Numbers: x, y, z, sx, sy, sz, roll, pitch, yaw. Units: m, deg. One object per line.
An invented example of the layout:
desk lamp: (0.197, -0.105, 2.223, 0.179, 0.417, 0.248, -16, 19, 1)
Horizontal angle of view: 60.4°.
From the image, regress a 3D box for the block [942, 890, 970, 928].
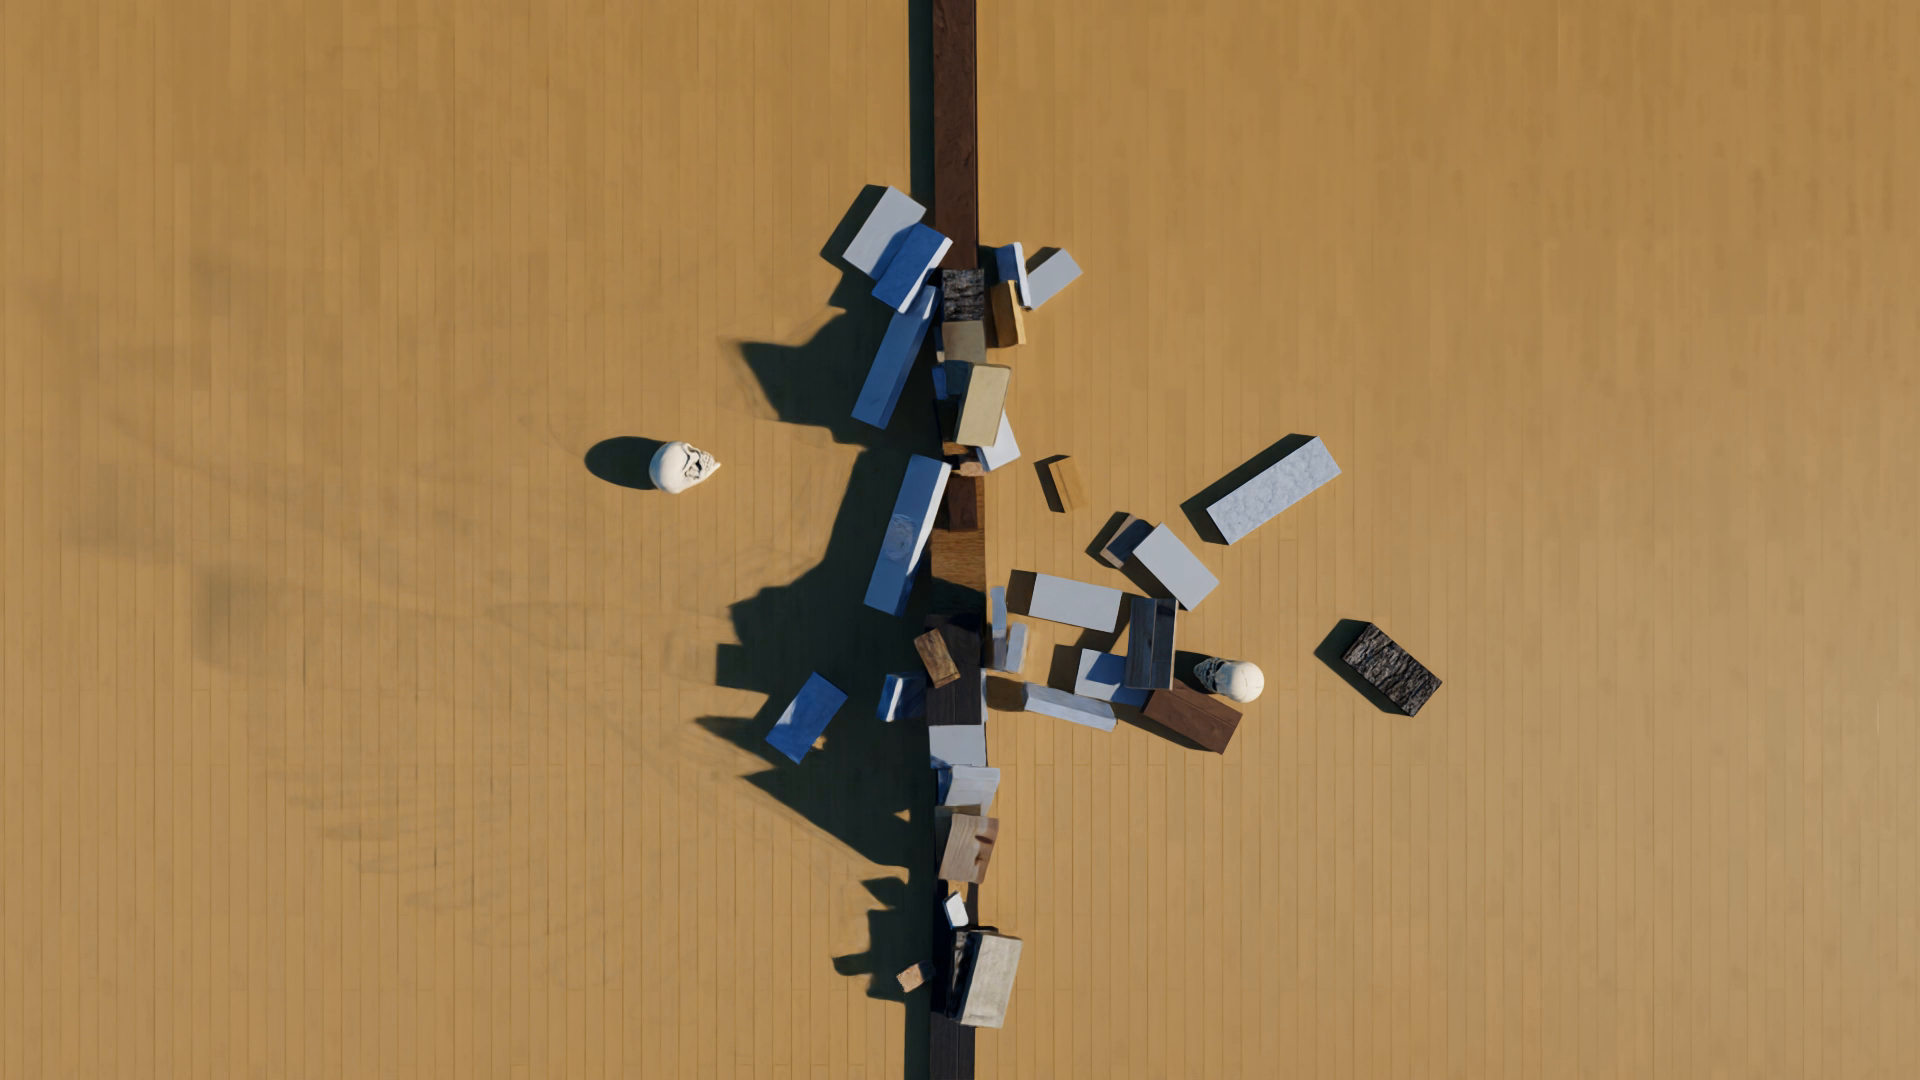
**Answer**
block: (-0.014, 1.221, 5.409, 0.064, 0.018, 0.128, -33, 118, -33)

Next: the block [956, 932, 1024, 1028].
block: (0.098, 1.440, 5.395, 0.148, 0.042, 0.296, 14, 90, -22)

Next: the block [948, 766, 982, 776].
block: (0.020, 0.745, 5.308, 0.110, 0.016, 0.055, -22, 86, -1)

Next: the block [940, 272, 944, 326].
block: (0.002, -0.754, 5.448, 0.132, 0.037, 0.264, 2, 104, -1)

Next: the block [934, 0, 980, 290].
block: (-0.013, -1.351, 5.480, 0.144, 0.041, 1.130, -1, 90, 0)

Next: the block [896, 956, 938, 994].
block: (-0.142, 1.429, 5.424, 0.128, 0.018, 0.064, -27, 86, -22)

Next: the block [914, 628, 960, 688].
block: (-0.073, 0.374, 5.206, 0.085, 0.024, 0.171, -26, 85, -1)

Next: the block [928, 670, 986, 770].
block: (-0.013, 0.552, 5.277, 0.175, 0.050, 0.350, -3, 81, 1)

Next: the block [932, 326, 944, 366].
block: (-0.006, -0.582, 5.450, 0.132, 0.037, 0.264, -8, 104, 0)

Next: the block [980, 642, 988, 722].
block: (0.009, 0.448, 5.435, 0.153, 0.043, 0.305, -2, 73, 0)

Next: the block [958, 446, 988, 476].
block: (0.037, -0.292, 5.404, 0.090, 0.026, 0.181, -9, 121, -1)

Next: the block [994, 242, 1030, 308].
block: (0.173, -0.868, 5.448, 0.030, 0.104, 0.209, -10, 91, -38)

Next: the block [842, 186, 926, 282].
block: (-0.251, -1.017, 5.480, 0.144, 0.041, 0.287, 34, 90, 0)

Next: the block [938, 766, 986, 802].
block: (0.004, 0.692, 5.341, 0.153, 0.043, 0.305, -2, 86, 0)

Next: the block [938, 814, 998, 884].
block: (0.025, 0.994, 5.303, 0.149, 0.323, 0.042, 7, 46, -5)

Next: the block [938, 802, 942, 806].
block: (0.002, 0.806, 5.414, 0.146, 0.041, 0.292, 0, 66, 0)

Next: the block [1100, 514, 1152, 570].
block: (0.549, 0.004, 5.488, 0.085, 0.024, 0.171, 38, 90, 0)

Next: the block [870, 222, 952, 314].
block: (-0.160, -0.896, 5.437, 0.144, 0.041, 0.287, 35, 92, 36)

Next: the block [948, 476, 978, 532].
block: (0.009, -0.117, 5.405, 0.090, 0.026, 0.181, -3, 72, 0)

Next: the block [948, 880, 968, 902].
block: (-0.005, 1.129, 5.449, 0.064, 0.018, 0.128, 4, 90, 0)

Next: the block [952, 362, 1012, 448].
block: (0.071, -0.428, 5.213, 0.133, 0.038, 0.265, 3, 115, -22)

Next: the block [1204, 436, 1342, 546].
block: (1.039, -0.164, 5.480, 0.443, 0.041, 0.144, -33, 90, 0)

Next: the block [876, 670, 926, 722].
block: (-0.169, 0.504, 5.353, 0.041, 0.288, 0.144, 19, 97, 25)

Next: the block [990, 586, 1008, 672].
block: (0.129, 0.291, 5.328, 0.043, 0.307, 0.153, -3, 61, 1)

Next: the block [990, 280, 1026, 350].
block: (0.157, -0.743, 5.448, 0.030, 0.104, 0.209, -10, 91, -38)

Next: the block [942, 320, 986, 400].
block: (0.017, -0.577, 5.292, 0.133, 0.038, 0.266, -4, 66, -2)

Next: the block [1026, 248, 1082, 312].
block: (0.293, -0.866, 5.485, 0.209, 0.030, 0.104, -38, 90, 0)

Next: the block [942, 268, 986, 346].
block: (0.015, -0.748, 5.381, 0.132, 0.037, 0.264, -2, 91, 0)

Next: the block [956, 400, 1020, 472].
block: (0.091, -0.369, 5.337, 0.133, 0.038, 0.265, -27, 101, -32)

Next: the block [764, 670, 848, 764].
block: (-0.509, 0.589, 5.480, 0.140, 0.040, 0.280, 36, 90, 0)

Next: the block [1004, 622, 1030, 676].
block: (0.186, 0.354, 5.330, 0.043, 0.307, 0.153, 9, 84, 6)

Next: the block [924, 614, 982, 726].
block: (-0.021, 0.412, 5.239, 0.175, 0.050, 0.350, -1, 84, 1)

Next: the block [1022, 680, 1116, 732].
block: (0.353, 0.543, 5.387, 0.298, 0.149, 0.042, 16, 105, -7)

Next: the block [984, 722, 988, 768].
block: (0.009, 0.620, 5.428, 0.153, 0.043, 0.305, -3, 71, 0)

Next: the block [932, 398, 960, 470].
block: (-0.009, -0.358, 5.440, 0.123, 0.035, 0.247, -11, 109, 1)

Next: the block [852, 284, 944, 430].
block: (-0.208, -0.612, 5.437, 0.140, 0.040, 0.494, 23, 90, 44)

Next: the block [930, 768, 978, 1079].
block: (-0.017, 1.320, 5.479, 0.148, 0.042, 1.123, 1, 90, 0)

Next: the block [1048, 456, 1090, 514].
block: (0.362, -0.184, 5.488, 0.086, 0.024, 0.171, -19, 90, 0)

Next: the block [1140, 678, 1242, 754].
block: (0.765, 0.572, 5.450, 0.307, 0.043, 0.153, 28, 87, -9)

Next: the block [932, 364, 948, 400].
block: (-0.009, -0.453, 5.368, 0.123, 0.035, 0.247, -12, 109, 0)

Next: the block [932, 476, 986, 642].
block: (-0.005, 0.059, 5.386, 0.175, 0.050, 0.551, -1, 71, 1)

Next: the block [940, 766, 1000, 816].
block: (0.029, 0.806, 5.222, 0.146, 0.292, 0.041, 4, 54, -8)

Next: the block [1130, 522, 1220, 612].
block: (0.713, 0.089, 5.468, 0.140, 0.040, 0.280, -44, 95, -1)

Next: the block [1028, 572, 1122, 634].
block: (0.382, 0.209, 5.480, 0.288, 0.041, 0.144, 12, 90, 0)

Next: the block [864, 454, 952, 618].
block: (-0.173, -0.017, 5.431, 0.153, 0.043, 0.525, 18, 90, 44)

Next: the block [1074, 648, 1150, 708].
block: (0.542, 0.463, 5.478, 0.307, 0.043, 0.153, 11, 90, 0)

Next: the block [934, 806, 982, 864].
block: (-0.005, 0.955, 5.332, 0.146, 0.292, 0.041, 0, 49, 0)

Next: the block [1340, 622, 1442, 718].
block: (1.431, 0.431, 5.478, 0.307, 0.043, 0.153, 40, 90, 0)

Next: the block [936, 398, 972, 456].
block: (-0.018, -0.367, 5.332, 0.090, 0.026, 0.181, -7, 92, -1)

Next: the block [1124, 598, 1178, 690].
block: (0.631, 0.342, 5.422, 0.149, 0.042, 0.298, 1, 76, 20)

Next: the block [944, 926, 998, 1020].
block: (0.038, 1.421, 5.415, 0.148, 0.042, 0.296, 3, 94, -22)
